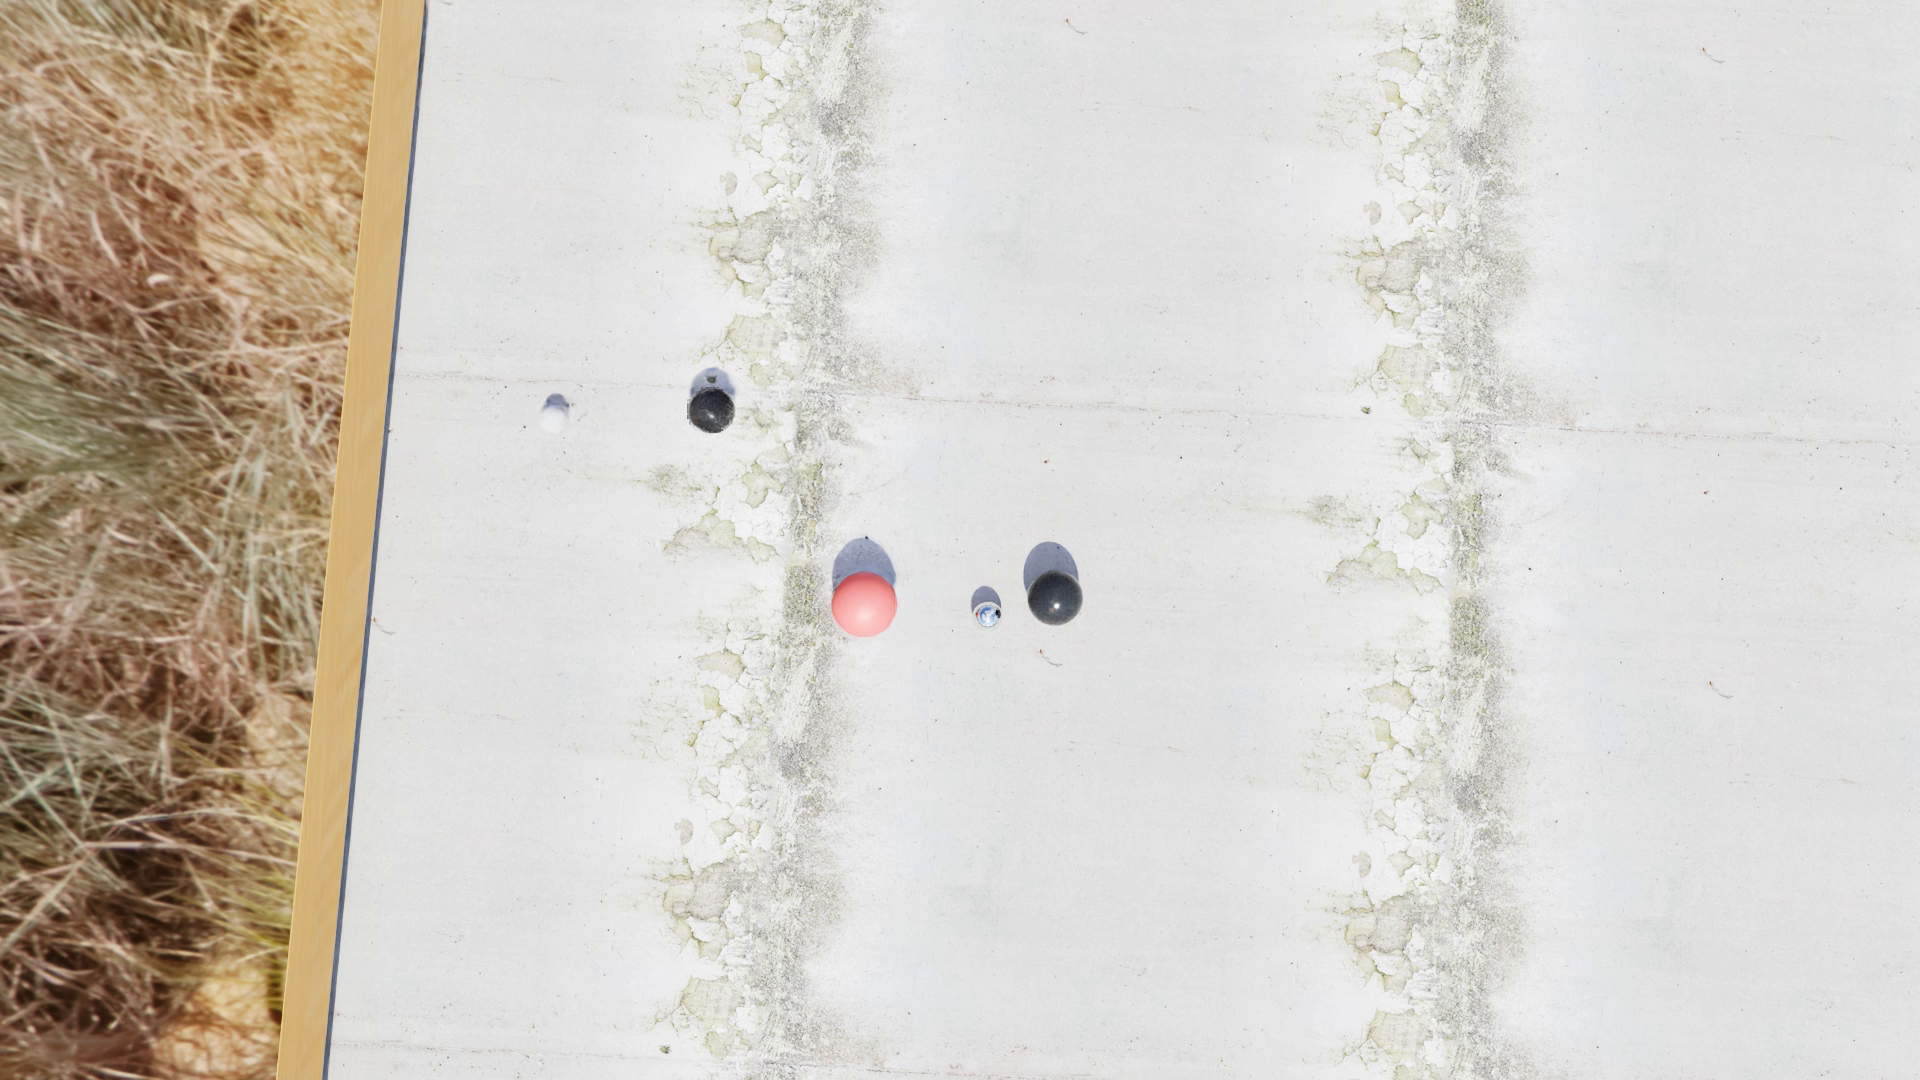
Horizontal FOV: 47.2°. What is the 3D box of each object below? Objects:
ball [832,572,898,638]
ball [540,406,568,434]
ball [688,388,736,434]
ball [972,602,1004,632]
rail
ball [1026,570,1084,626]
[{"bbox_3d":[-0.141,0.095,3.252,0.097,0.097,0.097,0,80,0],"label":"ball"},{"bbox_3d":[-0.614,-0.183,3.329,0.042,0.042,0.042,0,80,0],"label":"ball"},{"bbox_3d":[-0.374,-0.195,3.317,0.070,0.070,0.070,0,80,0],"label":"ball"},{"bbox_3d":[0.041,0.114,3.275,0.046,0.046,0.046,0,80,0],"label":"ball"},{"bbox_3d":[-0.889,-0.047,3.261,0.045,0.126,2.084,3,80,0],"label":"rail"},{"bbox_3d":[0.141,0.086,3.261,0.084,0.084,0.084,0,80,0],"label":"ball"}]
